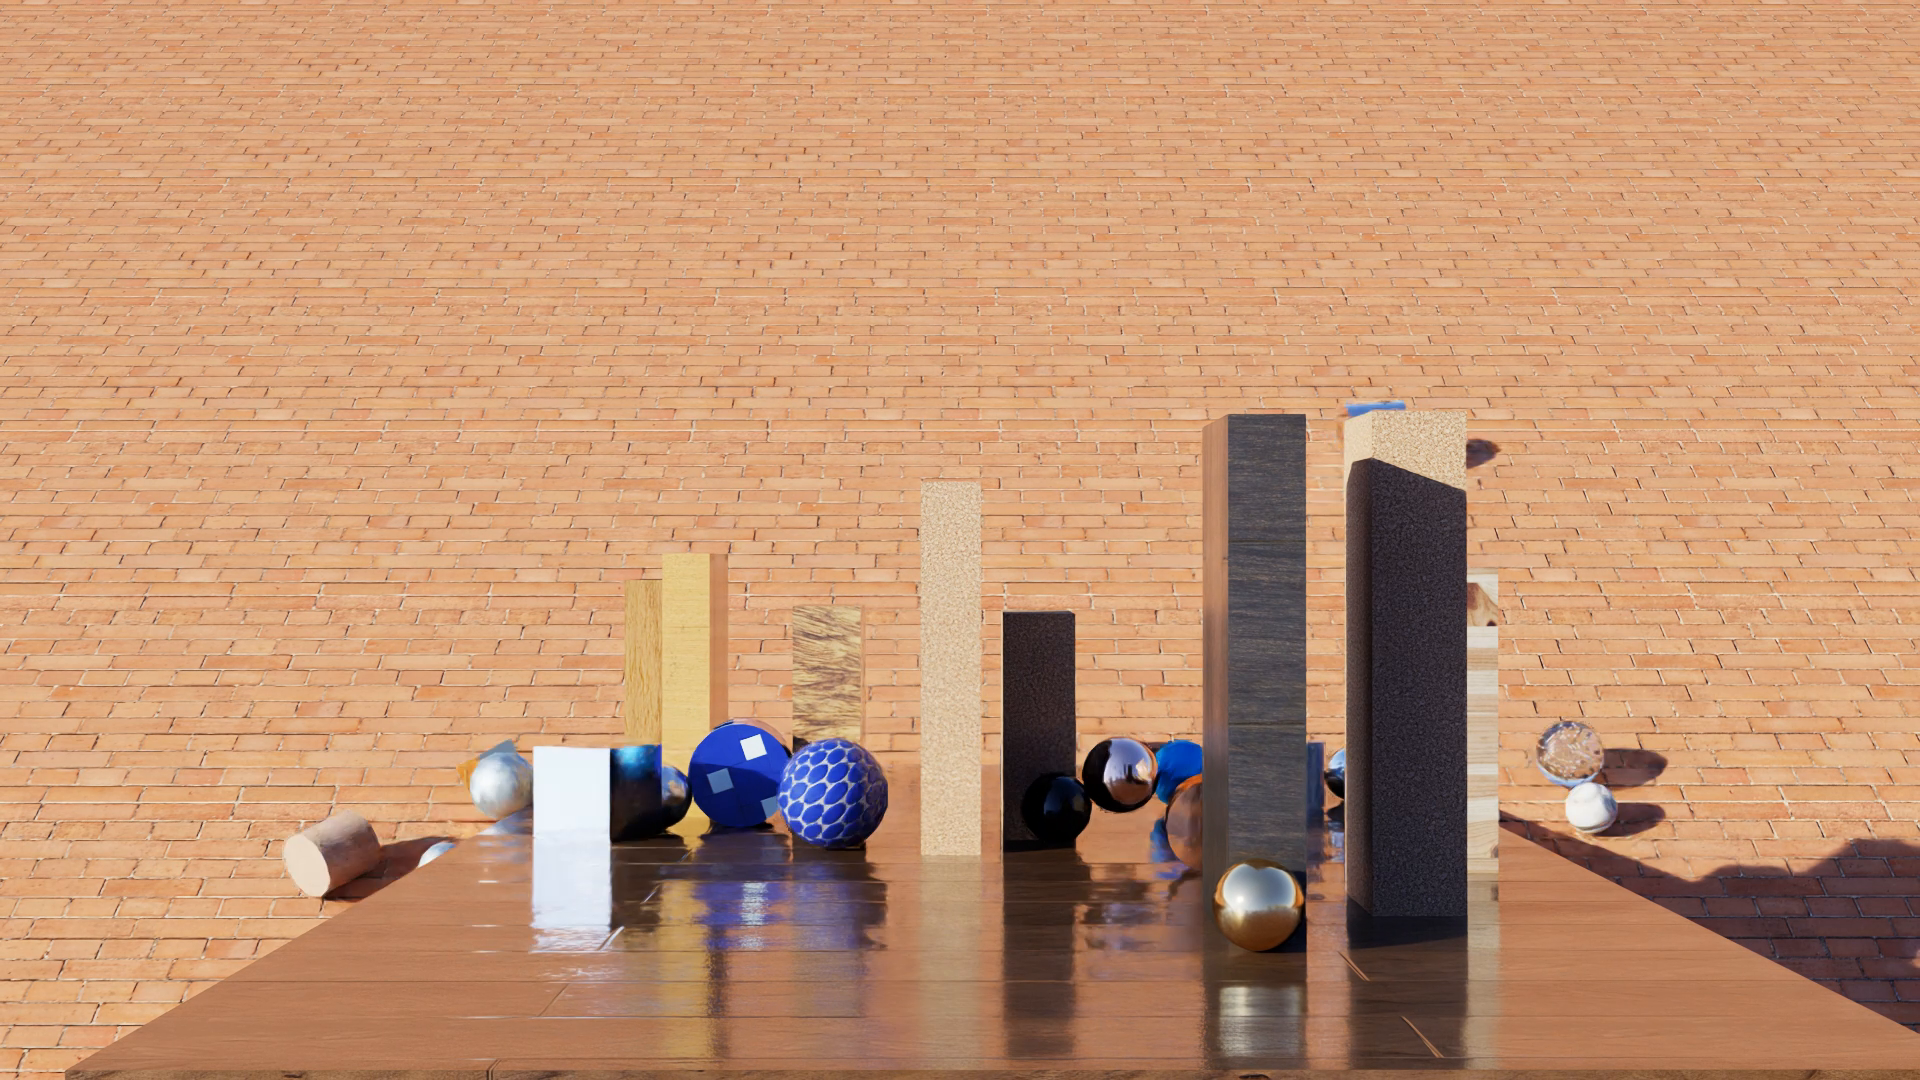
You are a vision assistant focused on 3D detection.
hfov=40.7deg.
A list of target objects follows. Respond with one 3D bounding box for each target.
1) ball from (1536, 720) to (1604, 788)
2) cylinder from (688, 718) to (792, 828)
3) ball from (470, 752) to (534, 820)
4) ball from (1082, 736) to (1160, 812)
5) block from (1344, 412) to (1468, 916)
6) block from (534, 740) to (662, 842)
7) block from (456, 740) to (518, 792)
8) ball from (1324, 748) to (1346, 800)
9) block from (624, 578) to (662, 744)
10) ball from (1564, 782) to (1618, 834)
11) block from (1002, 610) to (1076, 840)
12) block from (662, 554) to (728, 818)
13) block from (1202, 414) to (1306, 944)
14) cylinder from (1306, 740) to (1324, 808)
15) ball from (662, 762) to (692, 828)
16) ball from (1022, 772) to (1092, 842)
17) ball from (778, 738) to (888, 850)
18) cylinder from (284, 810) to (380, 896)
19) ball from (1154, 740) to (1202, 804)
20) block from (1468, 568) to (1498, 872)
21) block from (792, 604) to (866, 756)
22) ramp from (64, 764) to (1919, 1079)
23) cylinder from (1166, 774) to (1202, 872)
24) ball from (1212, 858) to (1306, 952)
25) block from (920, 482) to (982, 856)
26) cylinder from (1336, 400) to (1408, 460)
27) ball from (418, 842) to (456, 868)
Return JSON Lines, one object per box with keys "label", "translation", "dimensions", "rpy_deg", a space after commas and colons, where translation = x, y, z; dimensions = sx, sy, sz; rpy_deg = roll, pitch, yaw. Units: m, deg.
{"label": "ball", "translation": [1.583, 0.556, 6.722], "dimensions": [0.175, 0.175, 0.175], "rpy_deg": [0, 31, 0]}
{"label": "cylinder", "translation": [-0.440, 0.466, 5.219], "dimensions": [0.204, 0.204, 0.204], "rpy_deg": [-1, 0, -2]}
{"label": "ball", "translation": [-1.038, 0.560, 5.895], "dimensions": [0.155, 0.155, 0.155], "rpy_deg": [0, 31, 0]}
{"label": "ball", "translation": [0.302, 0.441, 4.873], "dimensions": [0.145, 0.145, 0.145], "rpy_deg": [0, 31, 0]}
{"label": "block", "translation": [0.683, 0.184, 3.981], "dimensions": [0.141, 0.749, 0.271], "rpy_deg": [0, 0, 0]}
{"label": "block", "translation": [-0.694, 0.479, 4.962], "dimensions": [0.174, 0.174, 0.174], "rpy_deg": [0, 0, 27]}
{"label": "block", "translation": [-1.201, 0.597, 6.663], "dimensions": [0.113, 0.113, 0.113], "rpy_deg": [-28, 1, -44]}
{"label": "ball", "translation": [0.858, 0.512, 5.688], "dimensions": [0.117, 0.117, 0.117], "rpy_deg": [0, 31, 0]}
{"label": "block", "translation": [-0.694, 0.331, 5.903], "dimensions": [0.095, 0.483, 0.365], "rpy_deg": [0, 0, 0]}
{"label": "ball", "translation": [1.599, 0.679, 6.561], "dimensions": [0.130, 0.130, 0.130], "rpy_deg": [0, 31, 0]}
{"label": "block", "translation": [0.151, 0.354, 5.055], "dimensions": [0.134, 0.426, 0.344], "rpy_deg": [0, 0, 0]}
{"label": "block", "translation": [-0.563, 0.300, 5.537], "dimensions": [0.097, 0.541, 0.435], "rpy_deg": [0, 0, 0]}
{"label": "block", "translation": [0.423, 0.192, 3.753], "dimensions": [0.108, 0.730, 0.375], "rpy_deg": [0, 0, 0]}
{"label": "cylinder", "translation": [0.707, 0.498, 5.519], "dimensions": [0.138, 0.138, 0.138], "rpy_deg": [1, -3, 0]}
{"label": "ball", "translation": [-0.592, 0.501, 5.083], "dimensions": [0.132, 0.132, 0.132], "rpy_deg": [0, 31, 0]}
{"label": "ball", "translation": [0.180, 0.498, 4.817], "dimensions": [0.130, 0.130, 0.130], "rpy_deg": [0, 31, 0]}
{"label": "ball", "translation": [-0.231, 0.464, 4.732], "dimensions": [0.202, 0.202, 0.202], "rpy_deg": [0, 31, 0]}
{"label": "cylinder", "translation": [-1.540, 0.769, 6.357], "dimensions": [0.163, 0.163, 0.163], "rpy_deg": [21, 30, 31]}
{"label": "ball", "translation": [0.473, 0.498, 5.495], "dimensions": [0.144, 0.144, 0.144], "rpy_deg": [0, 31, 0]}
{"label": "block", "translation": [0.866, 0.306, 4.591], "dimensions": [0.085, 0.514, 0.435], "rpy_deg": [0, 0, 0]}
{"label": "block", "translation": [-0.270, 0.352, 5.386], "dimensions": [0.137, 0.434, 0.292], "rpy_deg": [0, 0, 0]}
{"label": "ramp", "translation": [0.069, 0.614, 4.689], "dimensions": [2.000, 0.100, 4.000], "rpy_deg": [0, 0, 0]}
{"label": "cylinder", "translation": [0.432, 0.483, 4.430], "dimensions": [0.158, 0.158, 0.158], "rpy_deg": [2, 0, 4]}
{"label": "ball", "translation": [0.404, 0.493, 3.501], "dimensions": [0.126, 0.126, 0.126], "rpy_deg": [0, 31, 0]}
{"label": "block", "translation": [-0.016, 0.231, 4.801], "dimensions": [0.107, 0.669, 0.327], "rpy_deg": [0, 0, 0]}
{"label": "cylinder", "translation": [1.294, -0.340, 8.113], "dimensions": [0.186, 0.186, 0.186], "rpy_deg": [-5, 31, -6]}
{"label": "ball", "translation": [-1.185, 0.754, 5.951], "dimensions": [0.117, 0.117, 0.117], "rpy_deg": [0, 31, 0]}
